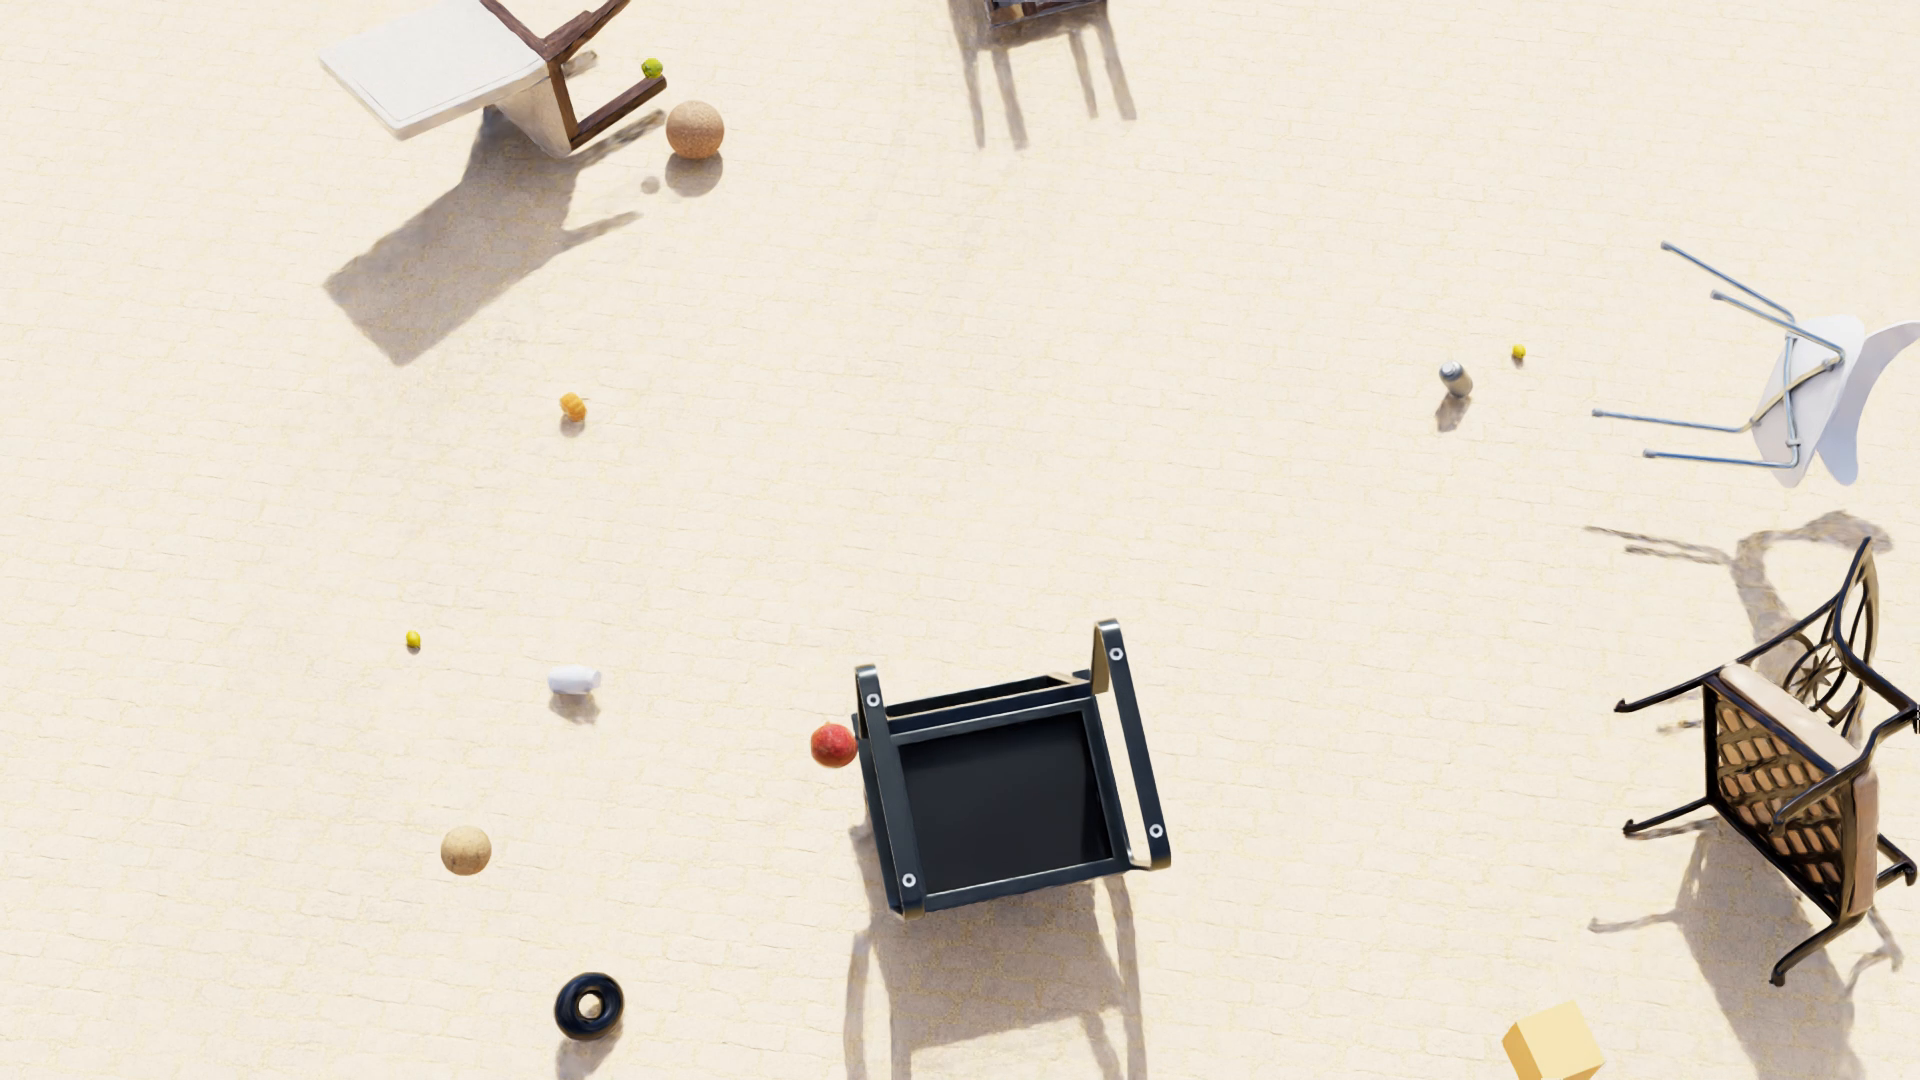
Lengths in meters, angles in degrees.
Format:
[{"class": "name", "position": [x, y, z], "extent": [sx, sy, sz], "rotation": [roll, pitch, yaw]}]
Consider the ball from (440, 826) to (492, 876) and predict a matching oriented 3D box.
[{"class": "ball", "position": [-1.112, 0.699, 4.947], "extent": [0.113, 0.113, 0.113], "rotation": [0, 56, 0]}]

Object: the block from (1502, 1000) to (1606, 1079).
[{"class": "block", "position": [1.458, 1.259, 5.415], "extent": [0.157, 0.192, 0.165], "rotation": [-19, 64, -7]}]

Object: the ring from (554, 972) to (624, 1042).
[{"class": "ring", "position": [-0.956, 1.203, 5.675], "extent": [0.208, 0.064, 0.173], "rotation": [-25, 88, -43]}]

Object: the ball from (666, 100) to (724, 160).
[{"class": "ball", "position": [-0.889, -1.377, 7.379], "extent": [0.197, 0.197, 0.197], "rotation": [0, 56, 0]}]
